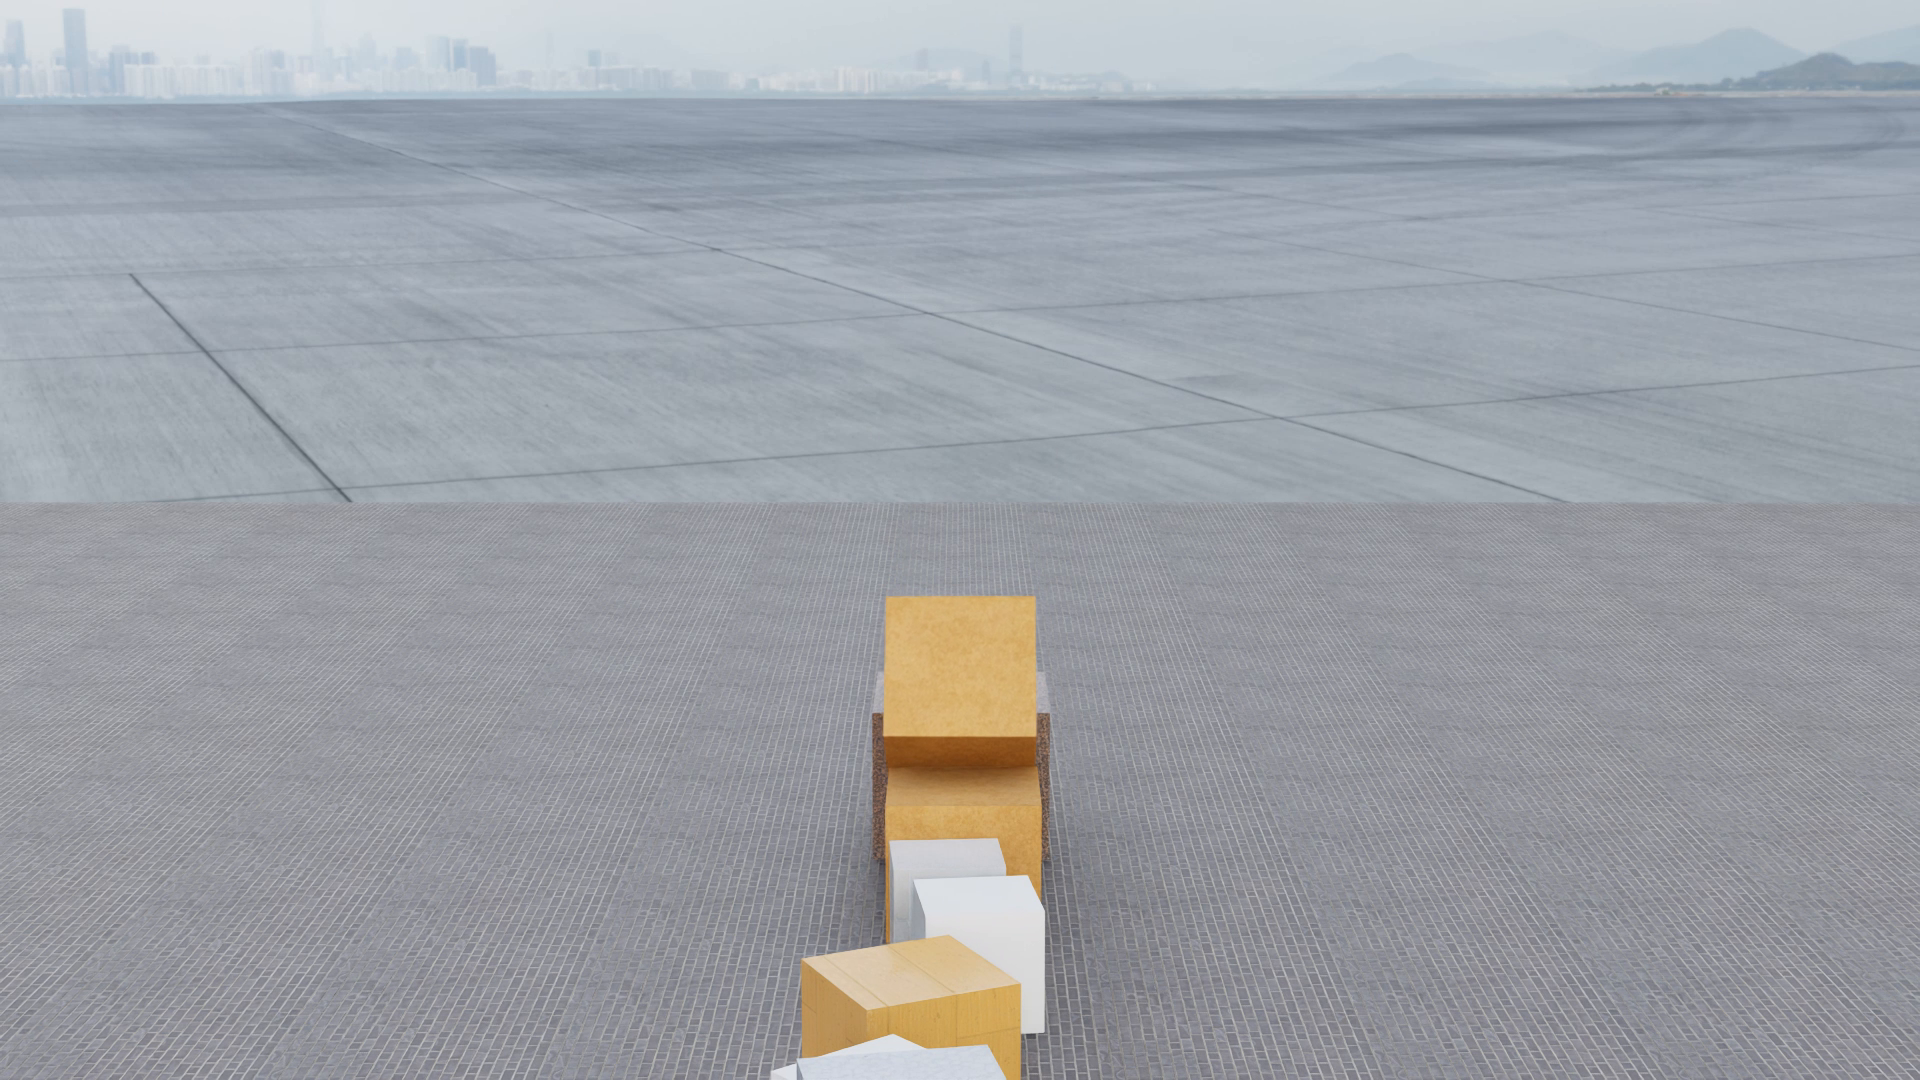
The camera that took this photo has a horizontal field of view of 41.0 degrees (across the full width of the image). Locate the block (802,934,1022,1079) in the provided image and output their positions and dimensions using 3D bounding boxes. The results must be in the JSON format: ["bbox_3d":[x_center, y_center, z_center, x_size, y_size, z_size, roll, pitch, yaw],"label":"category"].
[{"bbox_3d":[-0.173,1.710,8.828,0.571,0.477,0.556,-5,11,-26],"label":"block"}]

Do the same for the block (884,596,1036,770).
[{"bbox_3d":[0.005,0.660,11.059,0.635,0.629,0.668,0,-24,1],"label":"block"}]

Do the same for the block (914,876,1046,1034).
[{"bbox_3d":[0.067,1.563,9.662,0.442,0.468,0.440,-1,10,-7],"label":"block"}]

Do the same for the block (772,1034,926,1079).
[{"bbox_3d":[-0.280,1.872,8.119,0.493,0.412,0.392,-9,13,-39],"label":"block"}]

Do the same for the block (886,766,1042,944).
[{"bbox_3d":[0.014,1.310,10.736,0.633,0.582,0.602,0,10,0],"label":"block"}]

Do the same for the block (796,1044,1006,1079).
[{"bbox_3d":[-0.149,1.887,7.551,0.586,0.585,0.569,-2,10,-11],"label":"block"}]

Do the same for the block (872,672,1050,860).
[{"bbox_3d":[0.005,1.038,11.948,0.796,0.682,0.808,0,10,0],"label":"block"}]

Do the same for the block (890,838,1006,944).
[{"bbox_3d":[-0.053,1.470,10.158,0.436,0.474,0.383,-1,10,-4],"label":"block"}]
